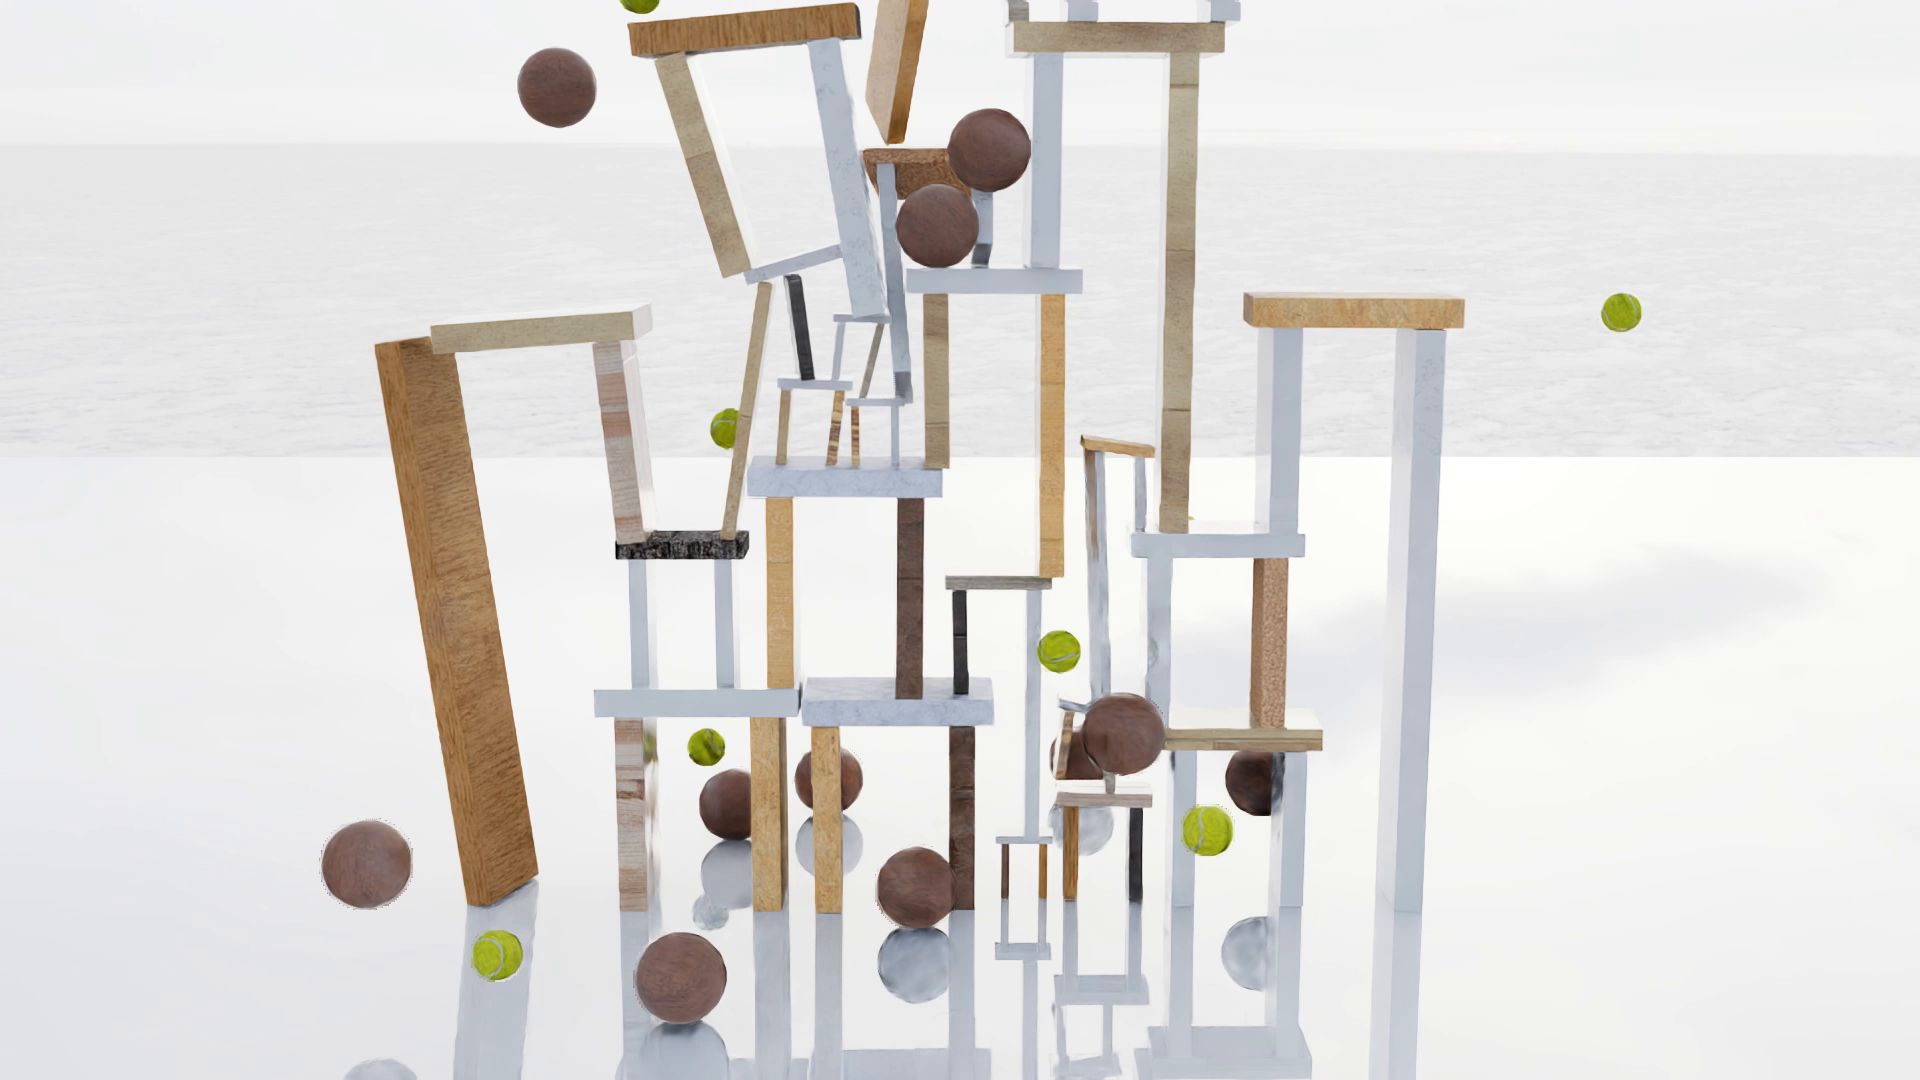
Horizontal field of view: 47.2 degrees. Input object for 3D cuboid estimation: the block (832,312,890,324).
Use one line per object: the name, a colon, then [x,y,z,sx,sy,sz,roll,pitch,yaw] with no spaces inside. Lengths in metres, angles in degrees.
block: [-0.157,-0.354,3.495,0.091,0.013,0.045,1,11,-6]

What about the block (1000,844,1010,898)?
block: [0.075,0.544,3.659,0.013,0.095,0.047,0,11,0]

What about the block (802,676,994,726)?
block: [-0.100,0.264,3.608,0.309,0.044,0.154,0,10,-1]

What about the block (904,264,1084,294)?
block: [0.051,-0.414,3.489,0.275,0.039,0.138,0,10,-2]

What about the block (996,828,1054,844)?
block: [0.106,0.491,3.650,0.095,0.013,0.047,0,10,0]

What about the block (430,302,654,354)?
block: [-0.663,-0.338,3.504,0.320,0.045,0.160,-4,11,3]

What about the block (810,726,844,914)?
block: [-0.218,0.441,3.625,0.044,0.309,0.154,-1,10,-2]

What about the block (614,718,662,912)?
block: [-0.532,0.430,3.636,0.046,0.327,0.163,0,11,0]

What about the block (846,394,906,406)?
block: [-0.136,-0.223,3.517,0.095,0.013,0.047,0,10,-3]

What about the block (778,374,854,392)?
block: [-0.230,-0.252,3.515,0.119,0.017,0.059,2,11,-1]

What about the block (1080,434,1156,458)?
block: [0.254,-0.150,3.536,0.115,0.016,0.058,8,9,-4]

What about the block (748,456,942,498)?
block: [-0.182,-0.103,3.542,0.308,0.044,0.154,0,10,-1]

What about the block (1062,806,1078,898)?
block: [0.184,0.509,3.660,0.022,0.158,0.079,0,7,1]

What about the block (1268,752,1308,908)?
block: [0.544,0.460,3.646,0.037,0.265,0.132,0,11,0]

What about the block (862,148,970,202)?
block: [-0.056,-0.615,3.705,0.204,0.029,0.102,5,-28,24]

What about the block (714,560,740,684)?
block: [-0.379,0.123,3.579,0.029,0.205,0.103,0,11,0]

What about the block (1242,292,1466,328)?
block: [0.622,-0.366,3.496,0.327,0.046,0.163,1,10,2]

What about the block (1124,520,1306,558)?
block: [0.410,-0.002,3.561,0.278,0.039,0.139,0,9,0]

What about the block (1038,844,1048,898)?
block: [0.138,0.544,3.659,0.013,0.094,0.047,0,11,0]

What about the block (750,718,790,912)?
block: [-0.314,0.430,3.636,0.046,0.327,0.163,0,11,0]

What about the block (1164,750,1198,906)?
block: [0.366,0.459,3.648,0.037,0.265,0.132,0,11,0]

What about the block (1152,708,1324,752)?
block: [0.455,0.311,3.619,0.265,0.037,0.132,0,11,1]

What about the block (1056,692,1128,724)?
block: [0.217,0.276,3.619,0.115,0.016,0.058,14,8,-2]

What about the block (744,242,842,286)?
block: [-0.260,-0.438,3.475,0.159,0.023,0.080,-16,10,3]

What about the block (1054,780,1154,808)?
block: [0.237,0.420,3.642,0.158,0.022,0.079,2,9,0]

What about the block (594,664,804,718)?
block: [-0.423,0.247,3.602,0.327,0.046,0.163,0,11,0]

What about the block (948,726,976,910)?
block: [0.003,0.438,3.639,0.044,0.309,0.154,0,10,0]

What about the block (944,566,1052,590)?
block: [0.061,0.061,3.569,0.173,0.024,0.086,0,10,-2]

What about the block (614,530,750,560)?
block: [-0.448,0.008,3.558,0.205,0.029,0.103,0,11,0]

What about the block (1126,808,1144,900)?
block: [0.290,0.511,3.657,0.022,0.158,0.079,0,9,1]

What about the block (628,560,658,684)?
block: [-0.516,0.123,3.579,0.029,0.205,0.103,0,11,0]

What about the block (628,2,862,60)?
block: [-0.329,-0.788,3.409,0.344,0.049,0.172,-5,10,1]

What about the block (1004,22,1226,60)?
block: [0.239,-0.783,3.448,0.327,0.046,0.163,-1,9,-3]
